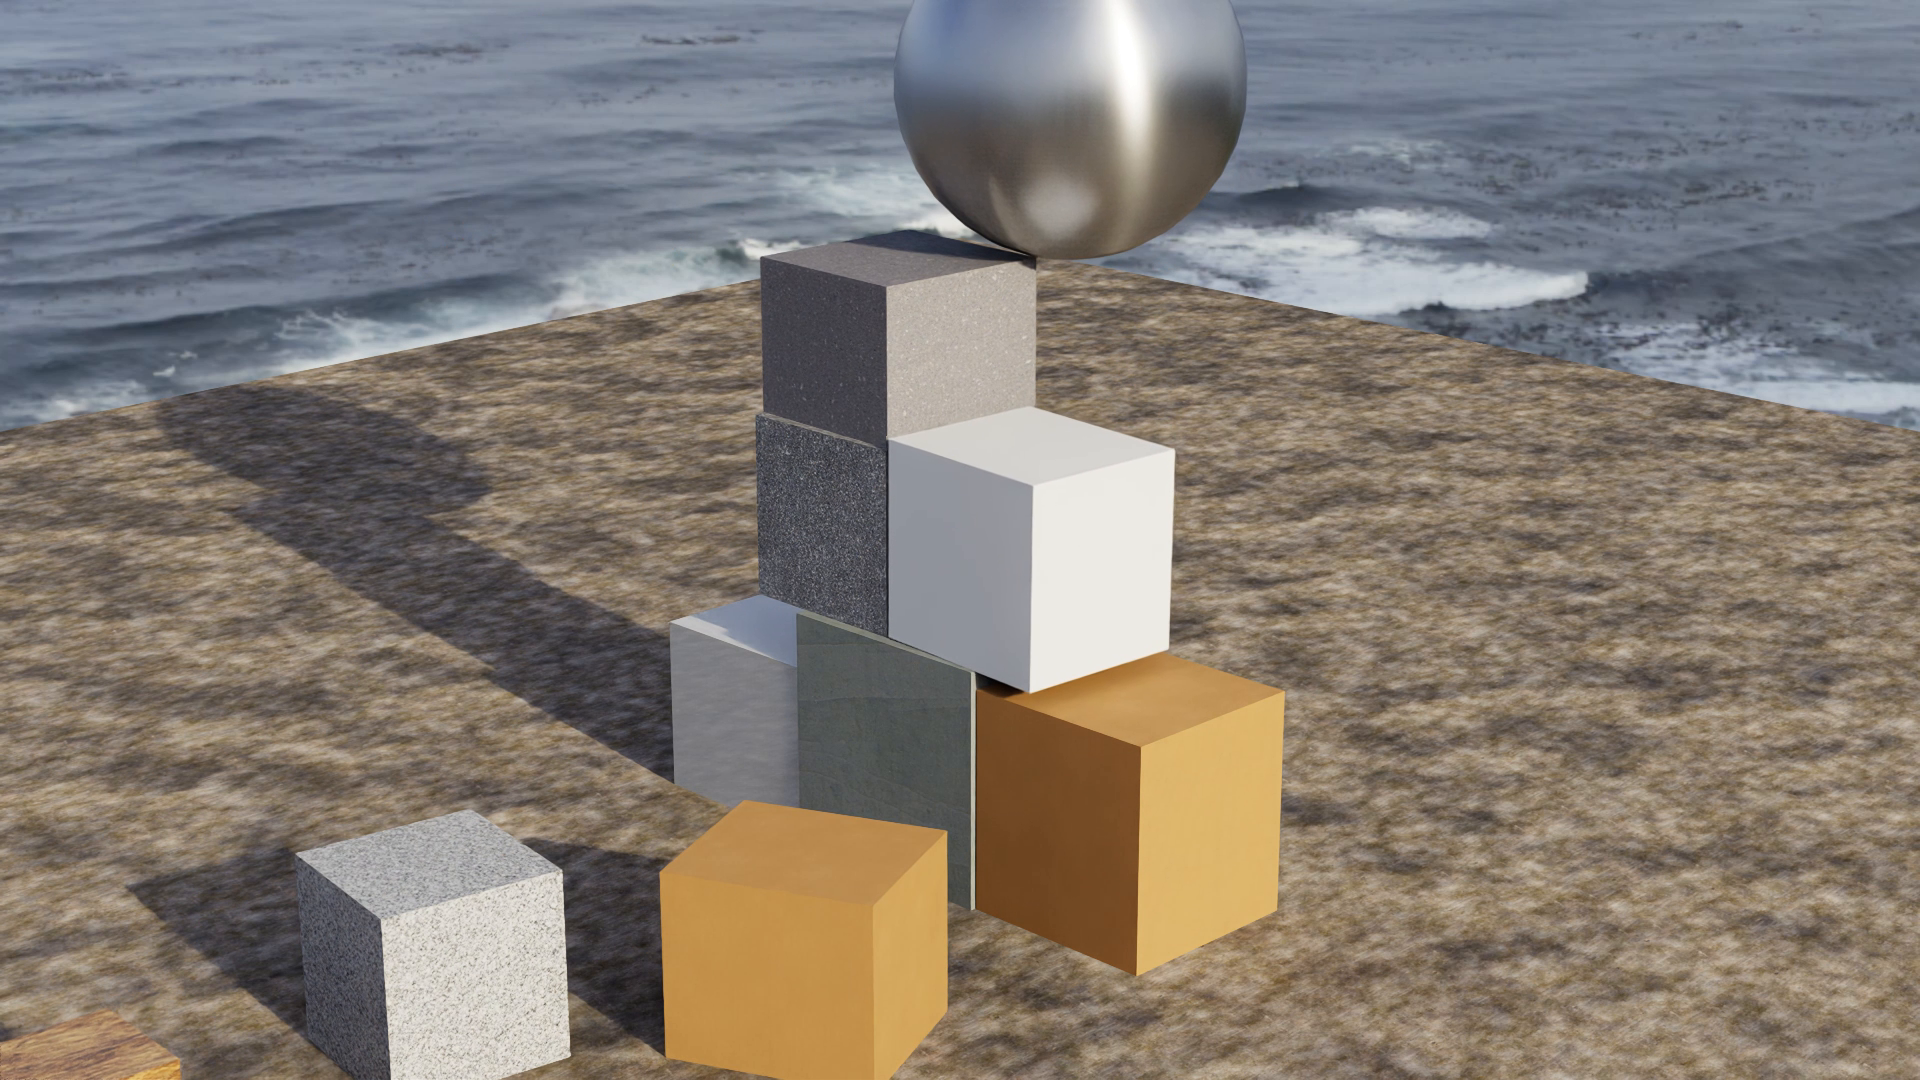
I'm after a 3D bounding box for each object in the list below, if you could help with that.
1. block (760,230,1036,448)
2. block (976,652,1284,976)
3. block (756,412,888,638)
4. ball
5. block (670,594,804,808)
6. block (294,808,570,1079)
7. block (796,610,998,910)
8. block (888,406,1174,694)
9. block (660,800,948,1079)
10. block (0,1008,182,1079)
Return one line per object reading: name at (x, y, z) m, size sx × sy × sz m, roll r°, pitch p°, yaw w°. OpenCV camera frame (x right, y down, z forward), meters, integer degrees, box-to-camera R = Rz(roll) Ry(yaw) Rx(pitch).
block at (-0.281, -0.939, 13.444) m, size 0.908 × 0.731 × 0.871 m, roll -15°, pitch 23°, yaw -40°
block at (0.744, 1.154, 12.934) m, size 0.940 × 1.043 × 0.957 m, roll -17°, pitch 24°, yaw -42°
block at (-0.339, -0.158, 13.631) m, size 0.837 × 0.872 × 0.874 m, roll -17°, pitch 24°, yaw -42°
ball at (0.497, -2.062, 13.215) m, size 1.600 × 1.600 × 1.600 m, roll 0°, pitch 17°, yaw 0°
block at (-0.750, 0.802, 14.373) m, size 0.936 × 0.851 × 0.936 m, roll -17°, pitch 24°, yaw -42°
block at (-2.104, 1.659, 11.708) m, size 0.777 × 0.814 × 0.774 m, roll -13°, pitch 21°, yaw -35°
block at (-0.010, 0.892, 13.627) m, size 1.135 × 1.128 × 0.972 m, roll 17°, pitch 24°, yaw 42°
block at (0.308, 0.021, 12.969) m, size 0.846 × 0.926 × 0.928 m, roll -15°, pitch 24°, yaw -40°
block at (-0.616, 1.626, 11.821) m, size 0.906 × 0.809 × 0.786 m, roll 7°, pitch 19°, yaw 20°
block at (-3.190, 2.131, 10.598) m, size 0.567 × 0.579 × 0.549 m, roll -15°, pitch 23°, yaw -40°
